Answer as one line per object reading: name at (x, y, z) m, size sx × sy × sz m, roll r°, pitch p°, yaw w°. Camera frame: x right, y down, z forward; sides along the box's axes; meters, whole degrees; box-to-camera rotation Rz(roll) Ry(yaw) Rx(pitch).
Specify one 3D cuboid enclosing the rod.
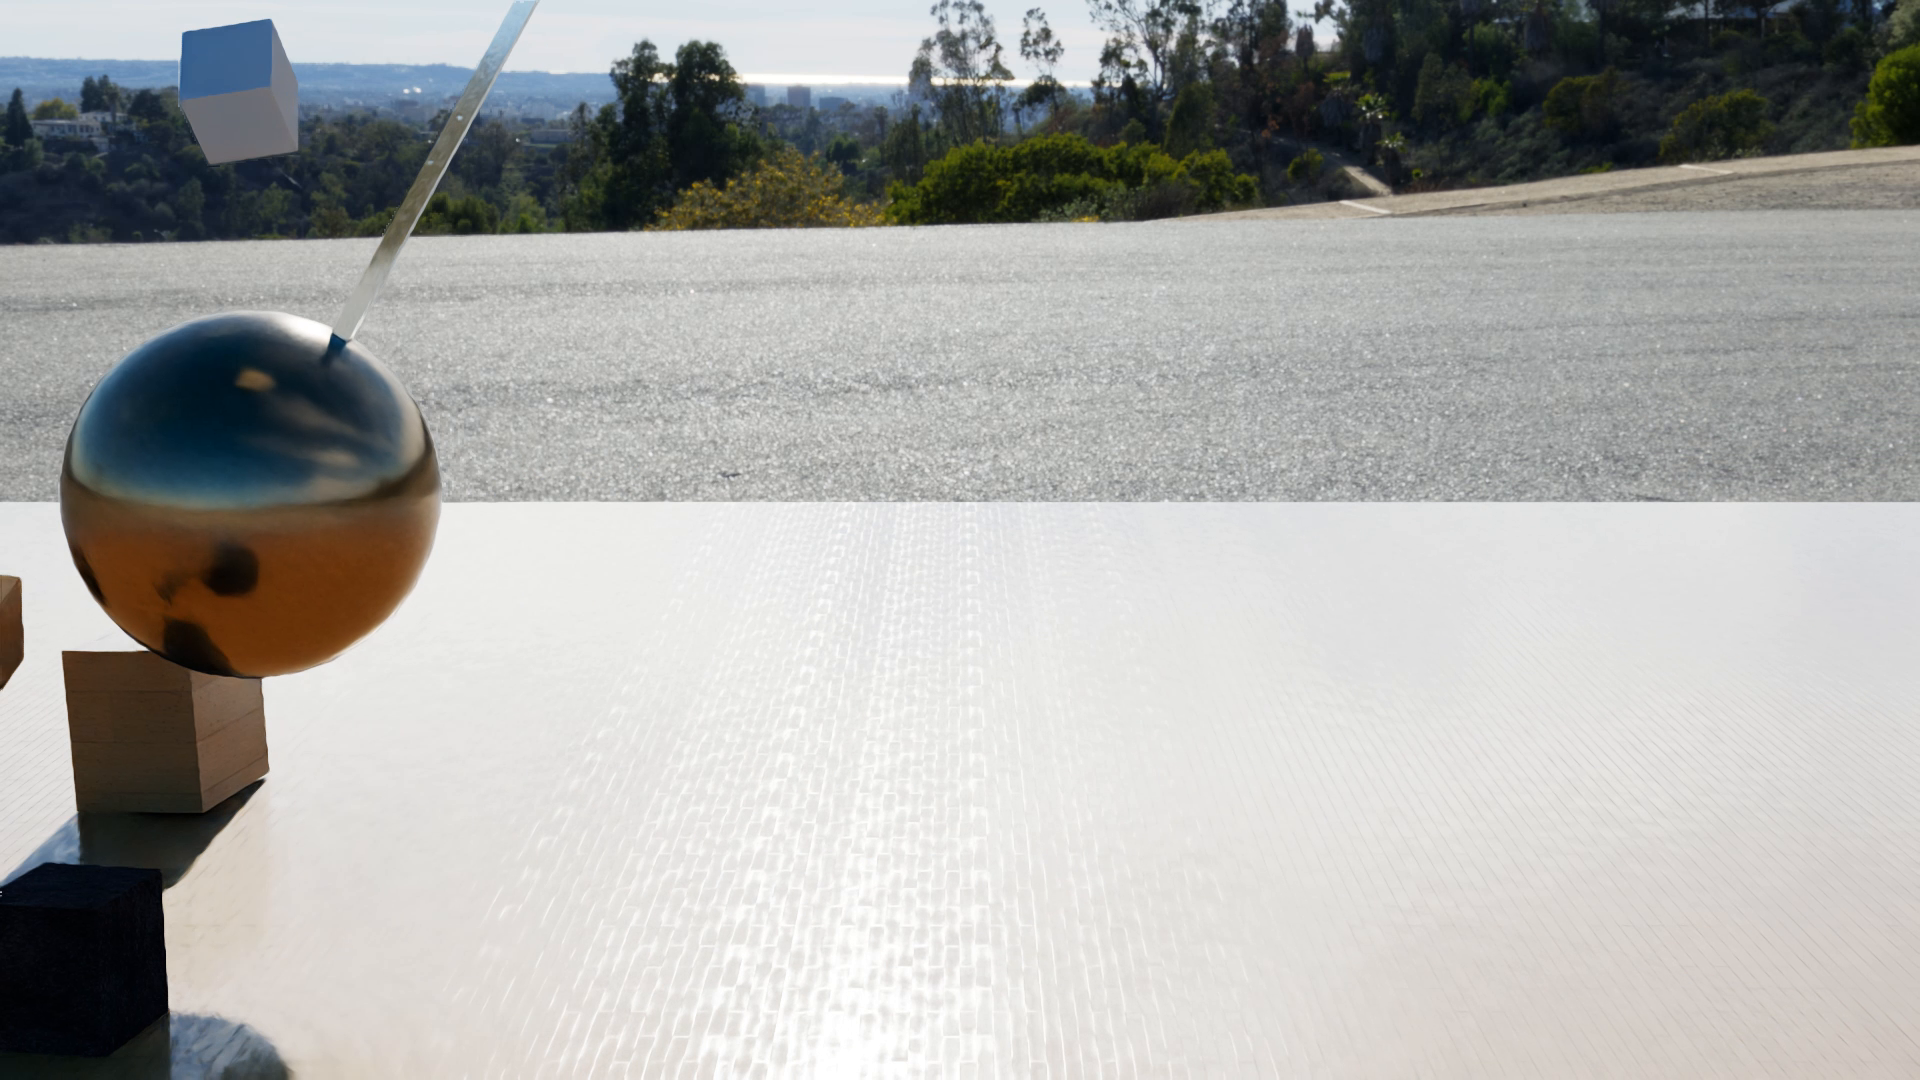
rod at (-1.329, -3.073, 10.622) m, size 0.080 × 5.200 × 0.080 m, roll 30°, pitch 9°, yaw -5°

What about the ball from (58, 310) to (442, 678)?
ball at (-3.066, -0.198, 11.144) m, size 1.600 × 1.600 × 1.600 m, roll 0°, pitch 10°, yaw 0°

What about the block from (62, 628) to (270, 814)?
block at (-3.887, 0.852, 12.598) m, size 0.649 × 0.792 × 0.745 m, roll 0°, pitch 10°, yaw 10°

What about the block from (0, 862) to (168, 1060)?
block at (-3.277, 1.547, 9.488) m, size 0.472 × 0.560 × 0.490 m, roll 2°, pitch 10°, yaw 10°

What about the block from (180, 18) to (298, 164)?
block at (-2.833, -1.764, 10.098) m, size 0.354 × 0.370 × 0.367 m, roll -9°, pitch -34°, yaw -1°

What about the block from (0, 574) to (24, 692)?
block at (-4.554, 0.427, 11.603) m, size 0.483 × 0.412 × 0.463 m, roll 4°, pitch 22°, yaw -5°
